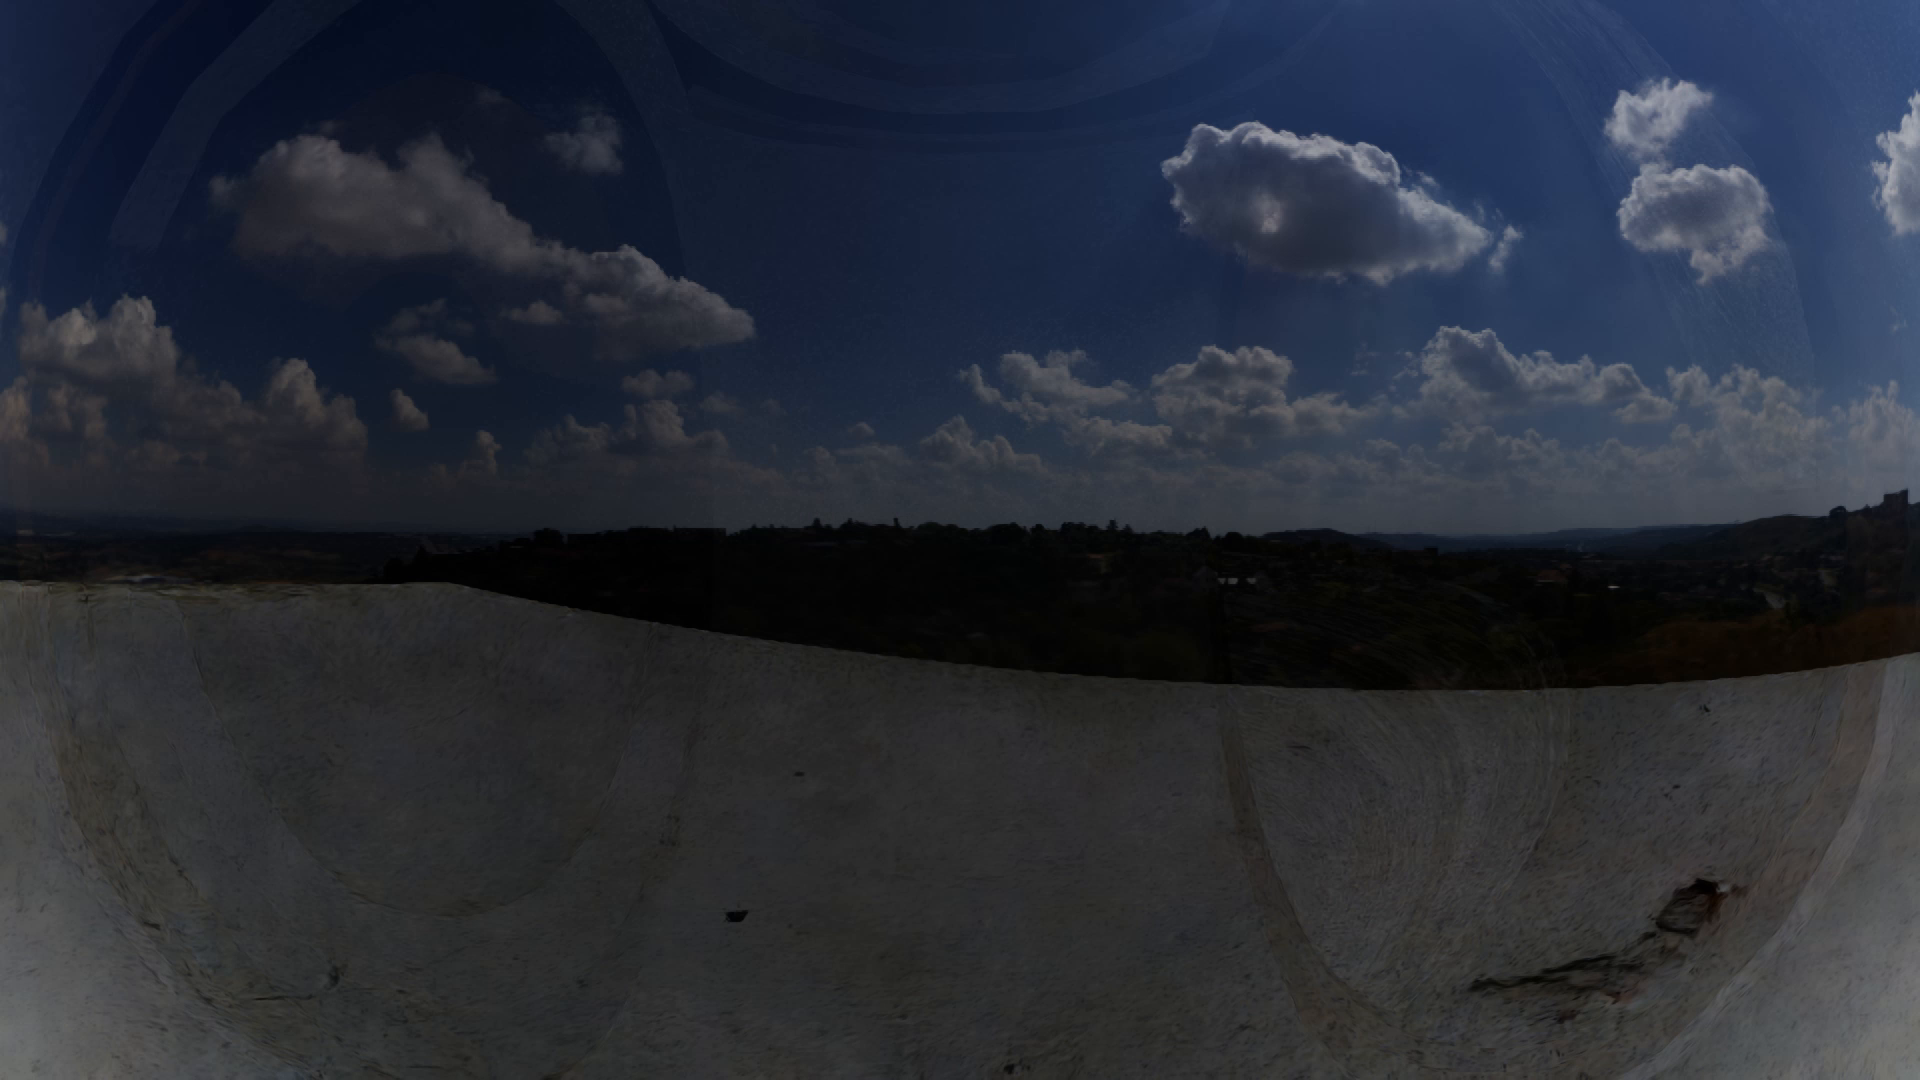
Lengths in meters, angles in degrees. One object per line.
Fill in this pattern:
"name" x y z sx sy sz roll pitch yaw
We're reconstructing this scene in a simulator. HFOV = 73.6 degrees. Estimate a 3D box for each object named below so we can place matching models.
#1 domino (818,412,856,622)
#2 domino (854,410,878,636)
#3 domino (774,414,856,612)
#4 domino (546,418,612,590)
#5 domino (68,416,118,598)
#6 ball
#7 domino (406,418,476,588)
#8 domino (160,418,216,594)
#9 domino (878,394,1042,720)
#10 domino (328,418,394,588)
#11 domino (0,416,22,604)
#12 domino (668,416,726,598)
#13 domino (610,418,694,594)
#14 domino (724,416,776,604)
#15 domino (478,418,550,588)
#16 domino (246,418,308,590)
"domino" -0.021 -0.006 0.314 0.025 0.050 0.009 -3 5 -31
"domino" -0.010 -0.004 0.293 0.025 0.050 0.009 -2 5 -23
"domino" -0.035 -0.007 0.333 0.025 0.050 0.010 -4 6 -40
"domino" -0.112 -0.011 0.384 0.009 0.050 0.025 1 4 17
"domino" -0.247 -0.010 0.365 0.010 0.050 0.025 -3 5 -35
"ball" 0.000 -0.002 0.056 0.080 0.080 0.080 0 4 0
"domino" -0.158 -0.012 0.391 0.009 0.050 0.025 0 4 1
"domino" -0.227 -0.011 0.377 0.010 0.050 0.025 -2 5 -24
"domino" 0.000 0.002 0.201 0.025 0.050 0.009 0 4 0
"domino" -0.182 -0.012 0.390 0.009 0.050 0.025 -1 4 -8
"domino" -0.265 -0.009 0.351 0.009 0.050 0.025 -4 6 -42
"domino" -0.070 -0.010 0.364 0.009 0.050 0.025 3 5 33
"domino" -0.090 -0.011 0.376 0.009 0.050 0.025 2 5 25
"domino" -0.051 -0.009 0.350 0.009 0.050 0.025 4 6 42
"domino" -0.135 -0.012 0.389 0.010 0.050 0.025 1 4 9
"domino" -0.205 -0.011 0.385 0.009 0.050 0.025 -1 4 -16
